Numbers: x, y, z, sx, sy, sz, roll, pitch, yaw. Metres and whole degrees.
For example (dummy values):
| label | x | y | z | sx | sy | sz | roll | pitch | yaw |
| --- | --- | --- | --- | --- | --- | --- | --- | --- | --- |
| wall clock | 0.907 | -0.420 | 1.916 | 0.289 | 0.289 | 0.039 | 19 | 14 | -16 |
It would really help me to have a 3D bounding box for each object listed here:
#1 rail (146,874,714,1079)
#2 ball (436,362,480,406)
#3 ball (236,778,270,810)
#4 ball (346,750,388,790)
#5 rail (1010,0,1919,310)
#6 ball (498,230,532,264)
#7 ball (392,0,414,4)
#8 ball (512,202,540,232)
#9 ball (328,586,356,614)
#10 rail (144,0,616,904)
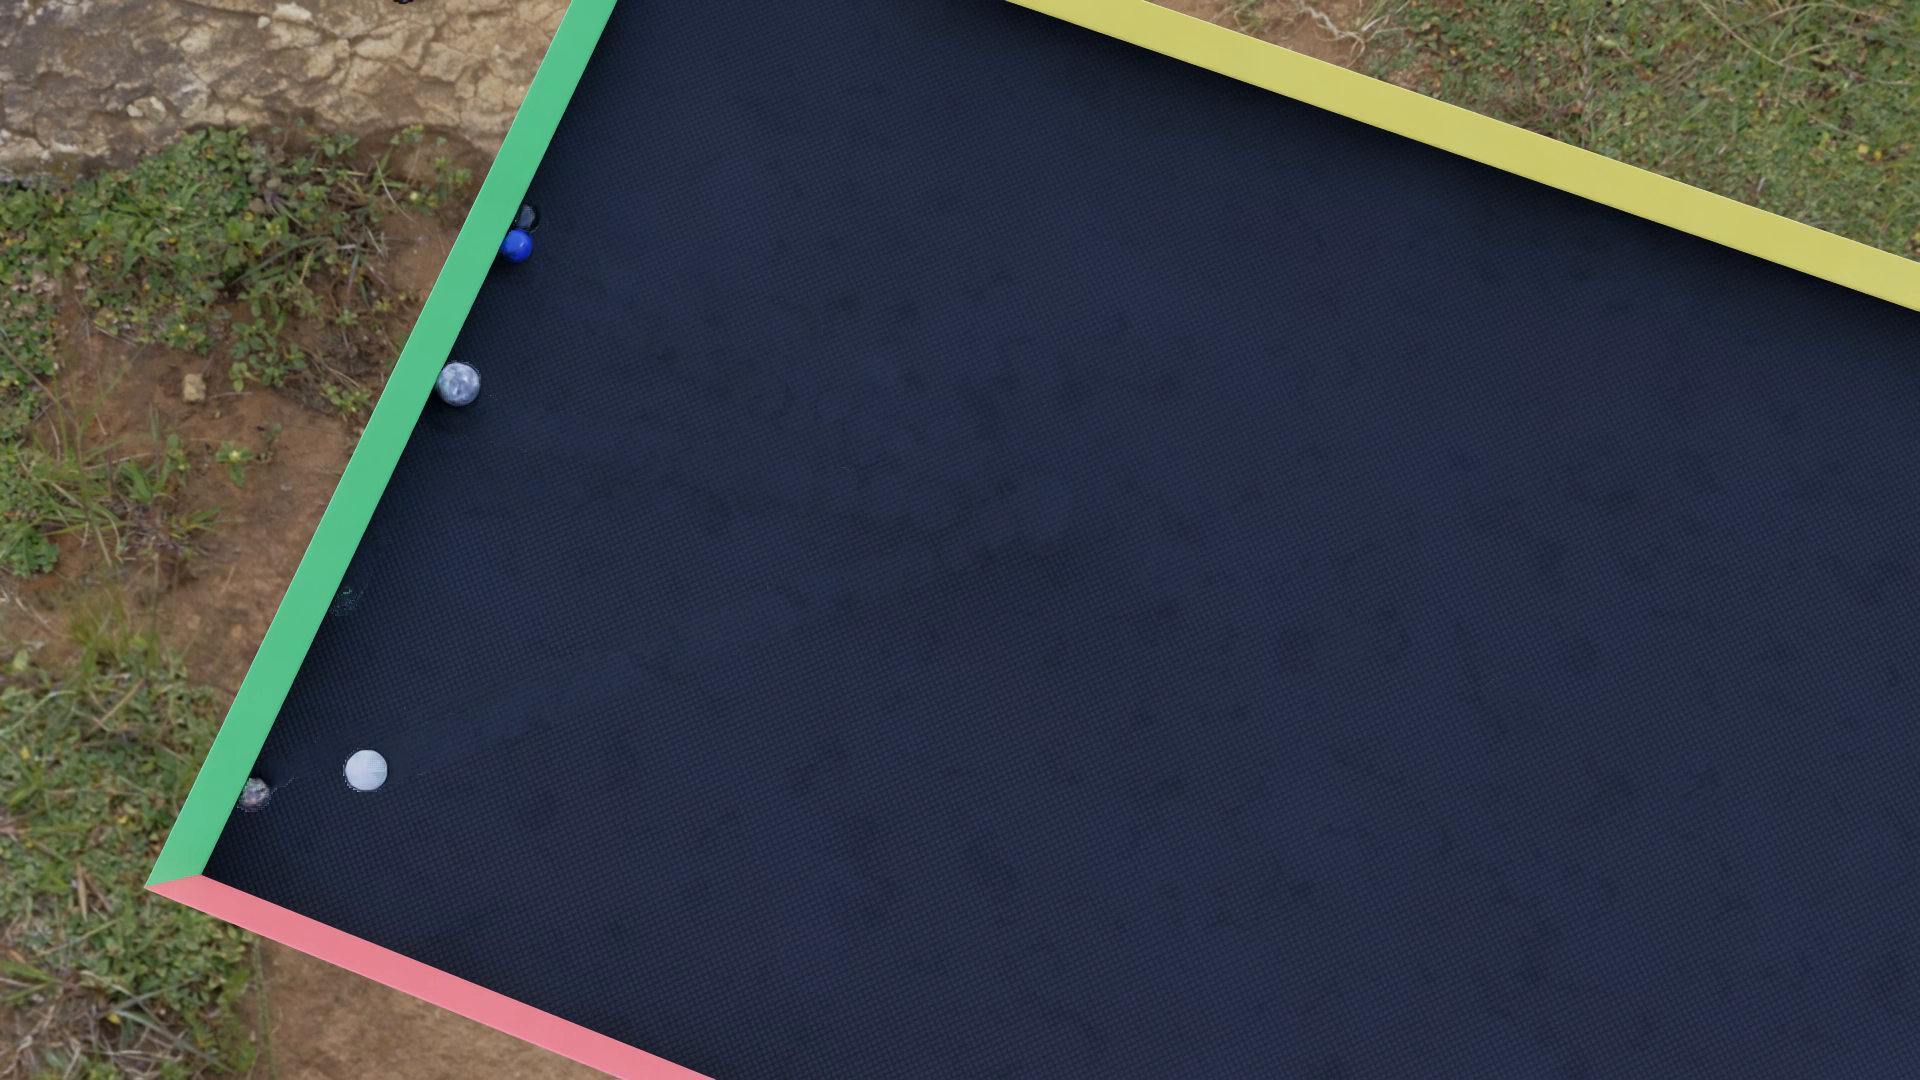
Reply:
| label | x | y | z | sx | sy | sz | roll | pitch | yaw |
| --- | --- | --- | --- | --- | --- | --- | --- | --- | --- |
| rail | 0.514 | 1.105 | 3.022 | 3.576 | 0.117 | 0.045 | 20 | 75 | 6 |
| ball | -0.784 | -0.243 | 3.435 | 0.068 | 0.068 | 0.068 | 0 | 74 | 0 |
| ball | -1.052 | 0.377 | 3.268 | 0.048 | 0.048 | 0.048 | 0 | 74 | 0 |
| ball | -0.882 | 0.342 | 3.271 | 0.061 | 0.061 | 0.061 | 0 | 74 | 0 |
| rail | 1.156 | -0.509 | 3.485 | 3.576 | 0.117 | 0.045 | 20 | 75 | 6 |
| ball | -0.710 | -0.468 | 3.507 | 0.053 | 0.053 | 0.053 | 0 | 74 | 0 |
| ball | -1.113 | -1.115 | 4.382 | 0.090 | 0.090 | 0.090 | 0 | 74 | 0 |
| ball | -0.697 | -0.516 | 3.524 | 0.048 | 0.048 | 0.048 | 0 | 74 | 0 |
| ball | -0.942 | 0.091 | 3.352 | 0.044 | 0.044 | 0.044 | 0 | 74 | 0 |
| rail | -0.813 | -0.308 | 3.427 | 0.045 | 0.117 | 1.845 | 20 | 75 | 6 |
